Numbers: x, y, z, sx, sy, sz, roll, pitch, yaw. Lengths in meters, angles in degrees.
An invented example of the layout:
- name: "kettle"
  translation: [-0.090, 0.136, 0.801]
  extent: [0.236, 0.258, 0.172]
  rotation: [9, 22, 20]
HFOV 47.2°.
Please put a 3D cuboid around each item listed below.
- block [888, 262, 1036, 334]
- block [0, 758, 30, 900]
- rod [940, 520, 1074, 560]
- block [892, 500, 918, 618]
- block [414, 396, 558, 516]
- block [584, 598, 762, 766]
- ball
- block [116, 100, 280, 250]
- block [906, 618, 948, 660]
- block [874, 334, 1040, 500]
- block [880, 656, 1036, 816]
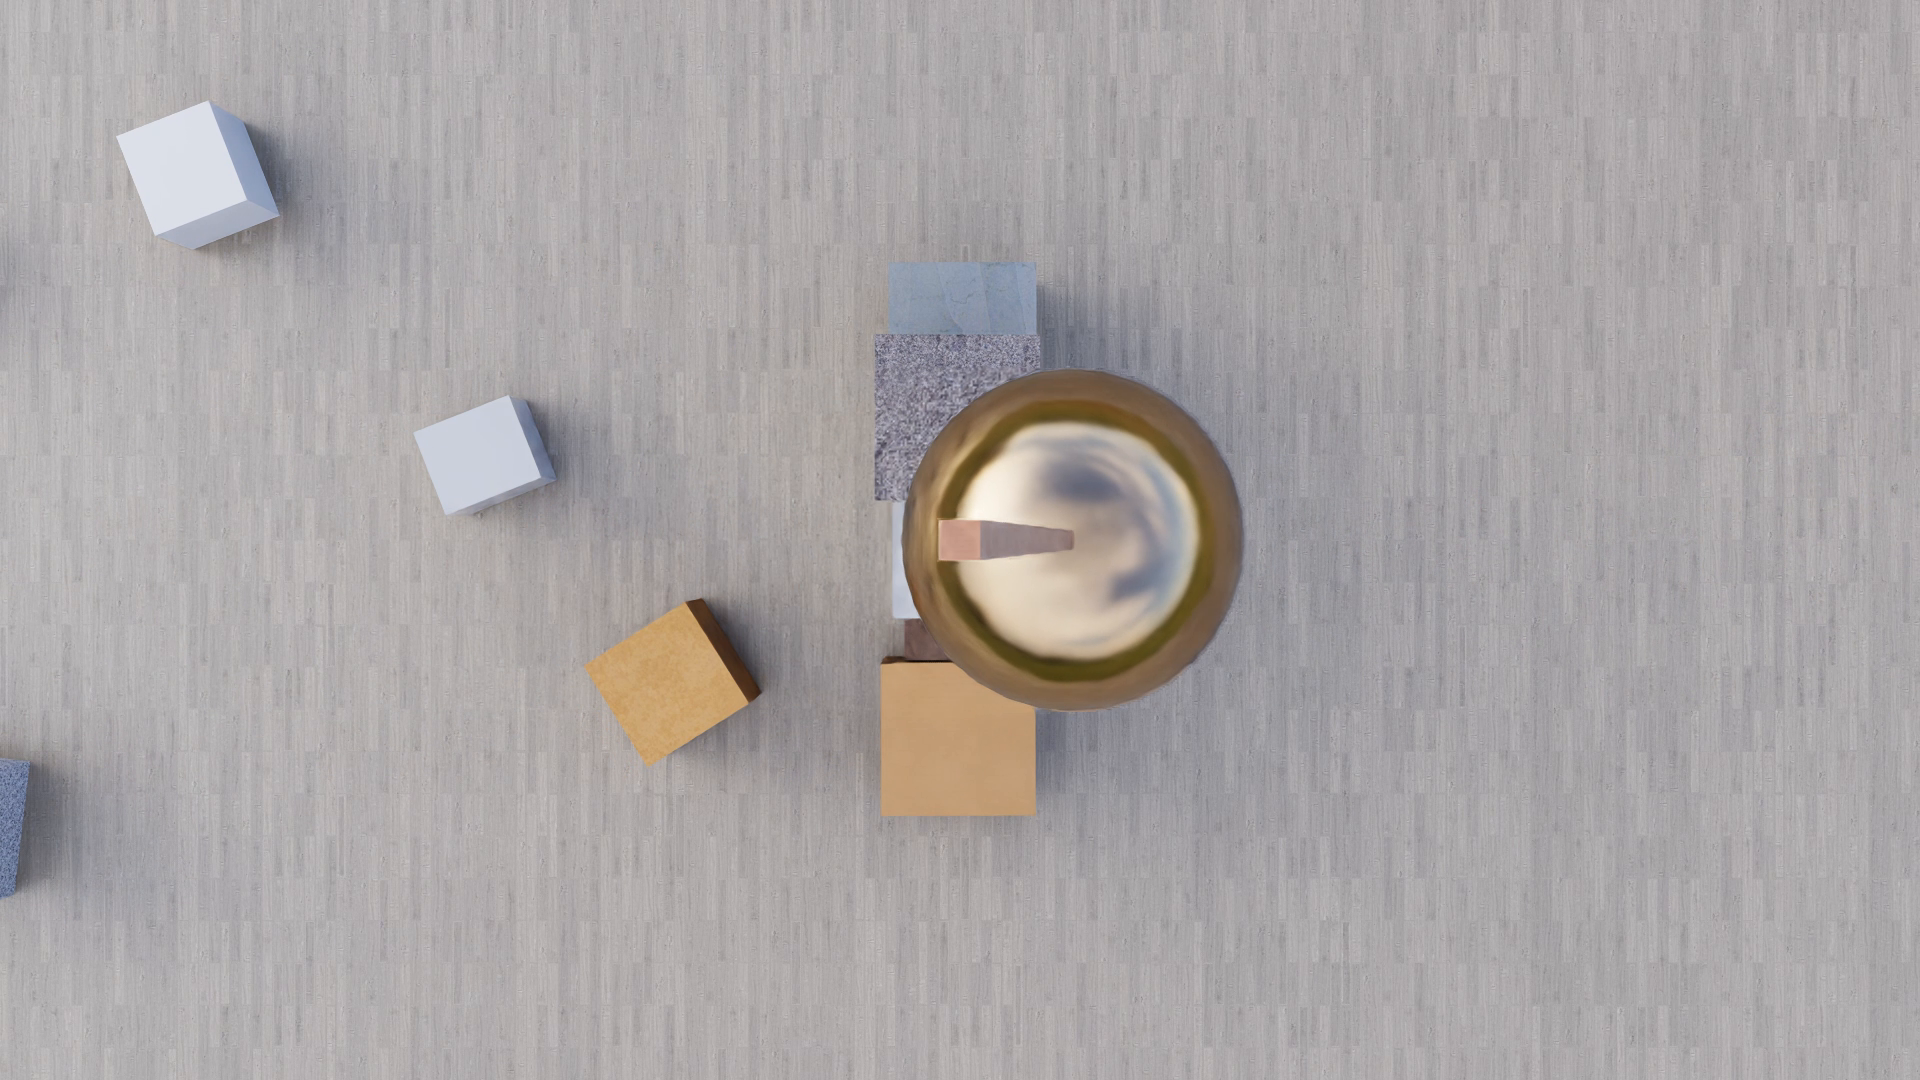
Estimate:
- name: "block"
  translation: [0.015, -1.109, 12.536]
  extent: [0.810, 0.928, 0.834]
  rotation: [0, 90, 0]
- name: "block"
  translation: [-5.967, 1.651, 12.647]
  extent: [0.851, 0.706, 0.793]
  rotation: [7, 90, 0]
- name: "rod"
  translation: [0.227, 0.000, 6.872]
  extent: [0.080, 5.200, 0.080]
  rotation: [0, 90, 5]
- name: "block"
  translation: [-0.004, 0.092, 11.907]
  extent: [0.696, 0.686, 0.632]
  rotation: [0, 90, 0]
- name: "block"
  translation: [-2.745, -0.483, 12.750]
  extent: [0.583, 0.500, 0.505]
  rotation: [-22, 90, 0]
- name: "block"
  translation: [-1.628, 0.802, 12.595]
  extent: [0.665, 0.811, 0.665]
  rotation: [-32, 90, 0]
- name: "ball"
  translation: [0.523, 0.000, 10.259]
  extent: [1.600, 1.600, 1.600]
  rotation: [0, 90, 0]
- name: "block"
  translation: [-4.389, -2.097, 12.700]
  extent: [0.556, 0.601, 0.601]
  rotation: [-21, 90, 0]
- name: "block"
  translation: [0.015, 0.297, 12.625]
  extent: [0.642, 0.750, 0.751]
  rotation: [0, 90, 0]
- name: "block"
  translation: [-0.013, -0.650, 11.635]
  extent: [0.840, 0.878, 0.842]
  rotation: [0, 93, 0]
- name: "block"
  translation: [-0.010, 1.105, 12.590]
  extent: [0.856, 0.820, 0.844]
  rotation: [0, 90, 0]
